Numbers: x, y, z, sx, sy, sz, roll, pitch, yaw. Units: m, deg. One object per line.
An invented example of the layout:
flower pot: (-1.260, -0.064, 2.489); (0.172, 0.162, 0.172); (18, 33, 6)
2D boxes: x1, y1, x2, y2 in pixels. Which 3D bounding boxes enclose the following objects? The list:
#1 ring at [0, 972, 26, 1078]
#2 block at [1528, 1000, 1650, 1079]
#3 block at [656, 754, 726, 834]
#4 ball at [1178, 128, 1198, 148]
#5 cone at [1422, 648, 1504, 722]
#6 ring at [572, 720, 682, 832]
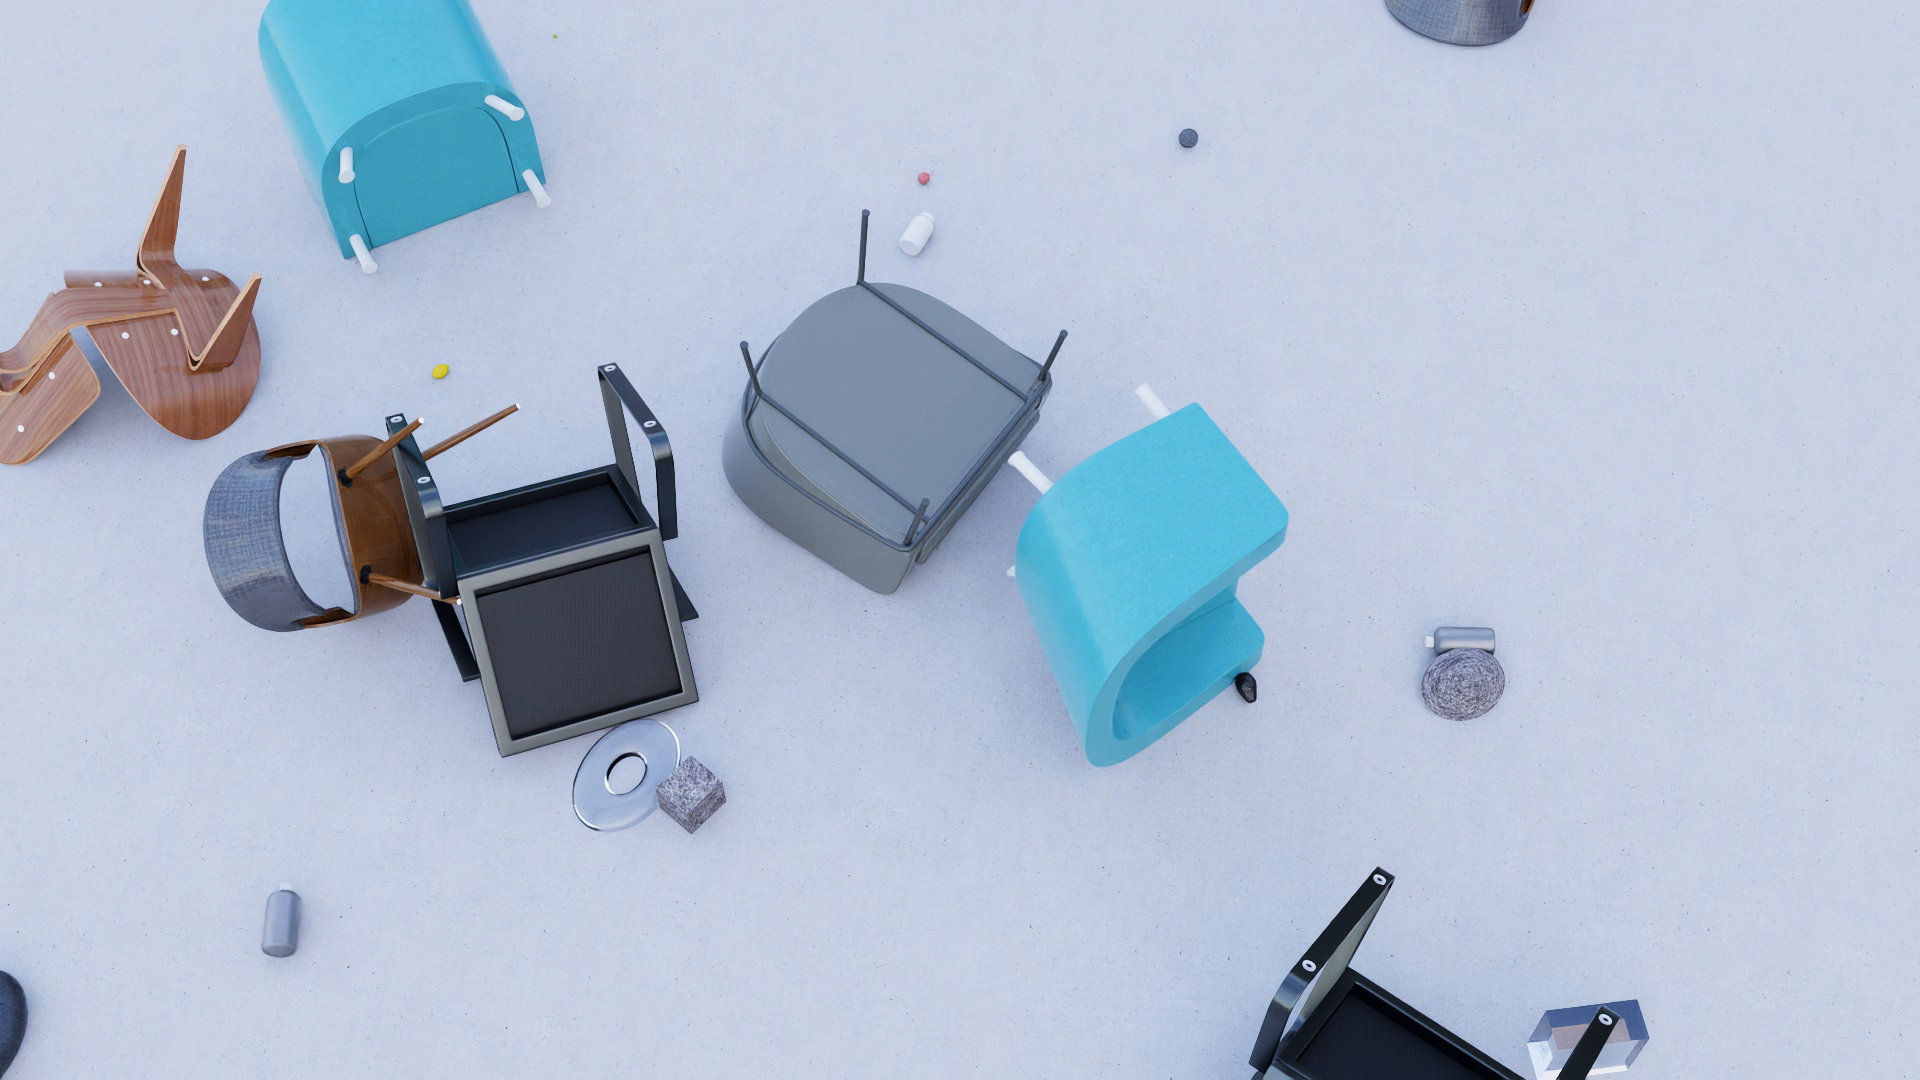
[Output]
ring: (-2.547, 1.281, 5.653); (0.262, 0.104, 0.375); (12, 58, 6)
block: (1.593, 1.272, 5.585); (0.236, 0.224, 0.105); (-6, 56, -4)
block: (-0.738, 0.699, 6.032); (0.122, 0.121, 0.135); (37, 63, 22)
ball: (0.774, -1.360, 7.446); (0.067, 0.067, 0.067); (0, 56, 0)
cone: (1.429, 0.397, 6.203); (0.244, 0.105, 0.204); (-25, 76, -4)
ring: (-0.924, 0.651, 6.093); (0.258, 0.053, 0.363); (32, 66, 11)
